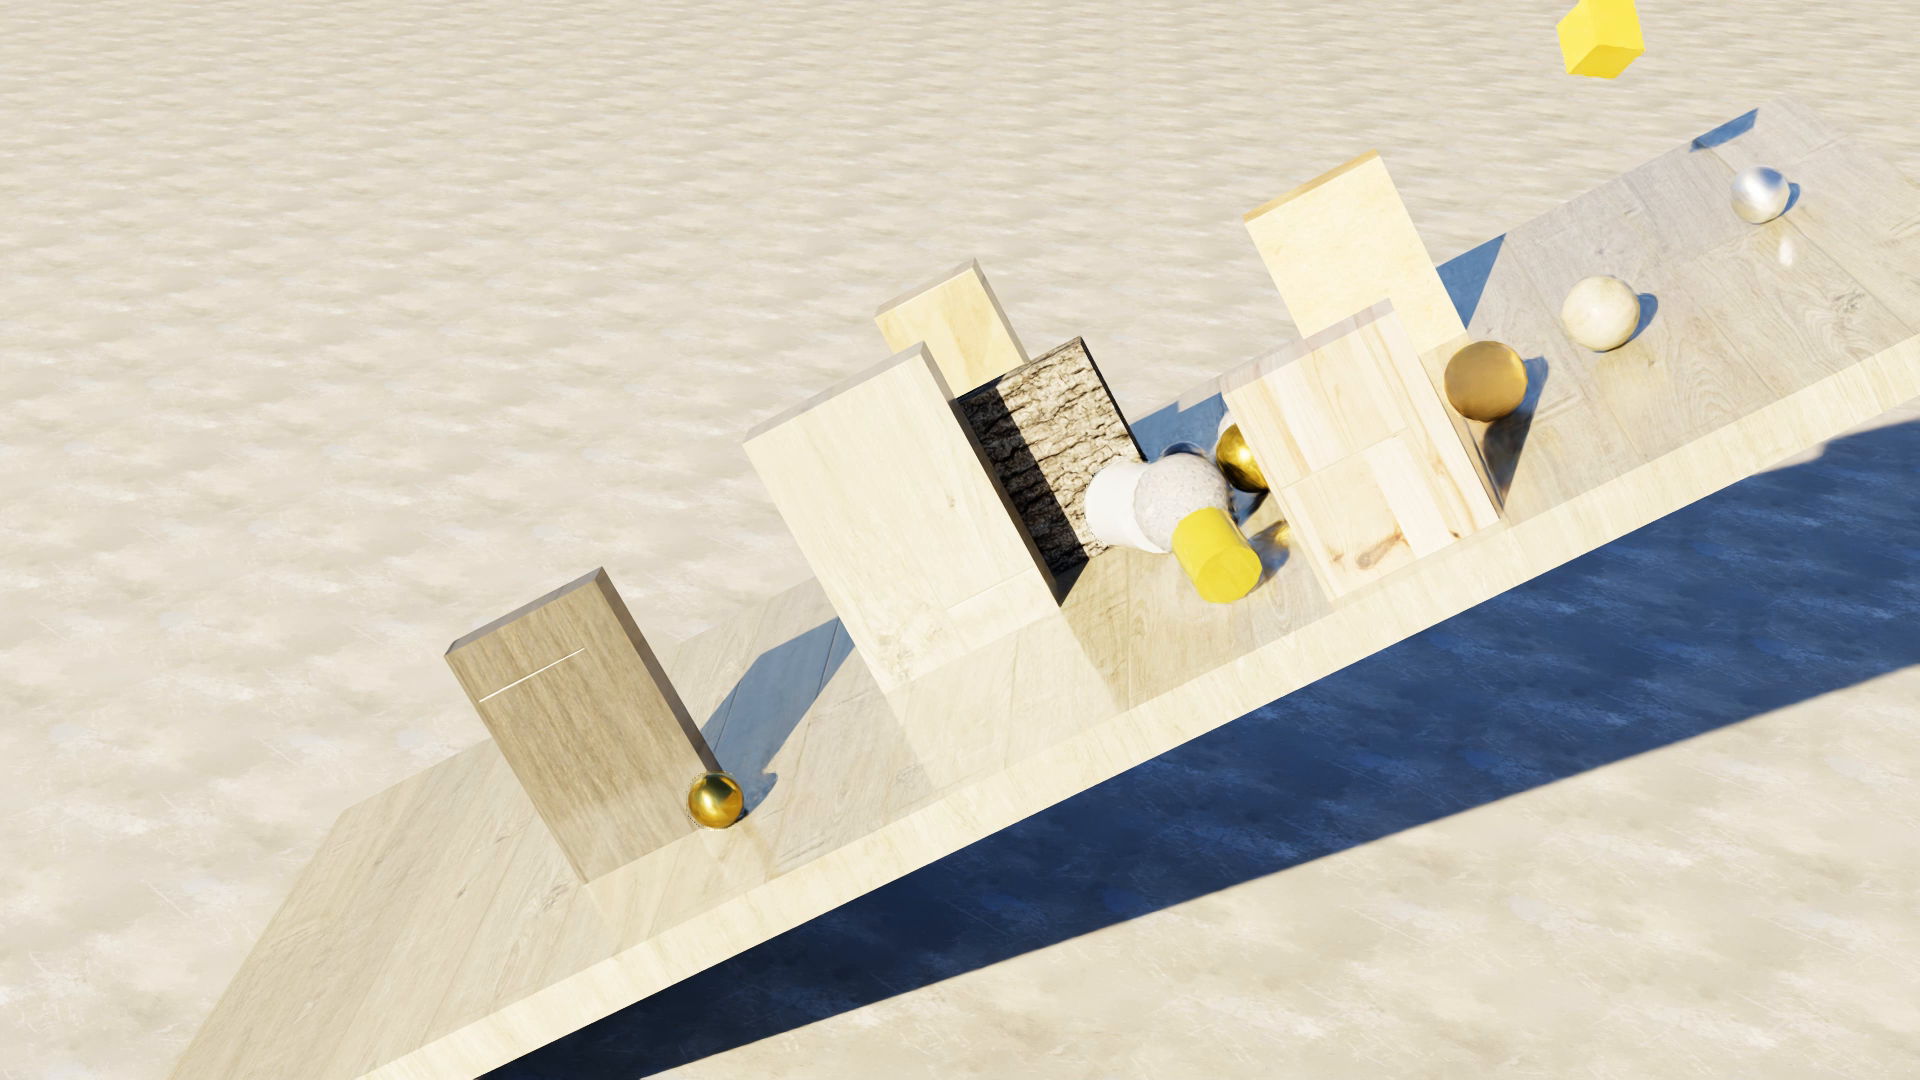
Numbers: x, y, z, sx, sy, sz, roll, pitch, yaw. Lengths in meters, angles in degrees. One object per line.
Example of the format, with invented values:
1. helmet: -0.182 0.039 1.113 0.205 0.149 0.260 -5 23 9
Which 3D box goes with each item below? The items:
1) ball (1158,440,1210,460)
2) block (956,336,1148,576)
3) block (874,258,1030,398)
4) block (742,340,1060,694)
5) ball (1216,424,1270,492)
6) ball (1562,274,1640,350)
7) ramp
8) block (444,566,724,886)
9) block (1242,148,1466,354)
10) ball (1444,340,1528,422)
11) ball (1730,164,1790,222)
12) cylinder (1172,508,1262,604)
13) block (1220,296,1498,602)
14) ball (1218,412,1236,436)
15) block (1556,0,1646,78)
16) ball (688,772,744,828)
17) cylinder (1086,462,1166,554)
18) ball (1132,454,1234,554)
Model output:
1. ball: 0.480 -0.154 6.306 0.116 0.116 0.116 0 17 0
2. block: 0.210 -0.168 6.236 0.324 0.426 0.084 -26 14 11
3. block: 0.052 -0.342 6.863 0.256 0.570 0.123 -26 14 11
4. block: -0.116 -0.044 6.063 0.412 0.606 0.122 -26 14 11
5. ball: 0.602 -0.173 6.058 0.152 0.152 0.152 0 17 0
6. ball: 1.253 -0.445 5.749 0.150 0.150 0.150 0 17 0
7. ramp: 0.141 0.167 6.281 4.000 0.100 2.000 -26 14 11
8. block: -0.738 0.376 5.904 0.349 0.553 0.092 -26 14 11
9. block: 0.860 -0.583 6.416 0.320 0.434 0.105 -26 14 11
10. ball: 1.019 -0.308 5.703 0.160 0.160 0.160 0 17 0
11. ball: 1.631 -0.707 6.001 0.119 0.119 0.119 0 17 0
12. cylinder: 0.480 0.029 5.510 0.130 0.130 0.130 -6 37 -18
13. block: 0.709 -0.160 5.227 0.333 0.426 0.113 -26 14 11
14. ball: 0.612 -0.234 6.347 0.108 0.108 0.108 0 17 0
15. block: 1.303 -1.022 5.984 0.114 0.114 0.114 2 -23 -23
16. ball: -0.483 0.515 5.818 0.111 0.111 0.111 0 17 0
17. cylinder: 0.376 -0.069 6.076 0.179 0.179 0.179 -6 6 -20
18. ball: 0.448 -0.073 5.898 0.203 0.203 0.203 0 17 0
